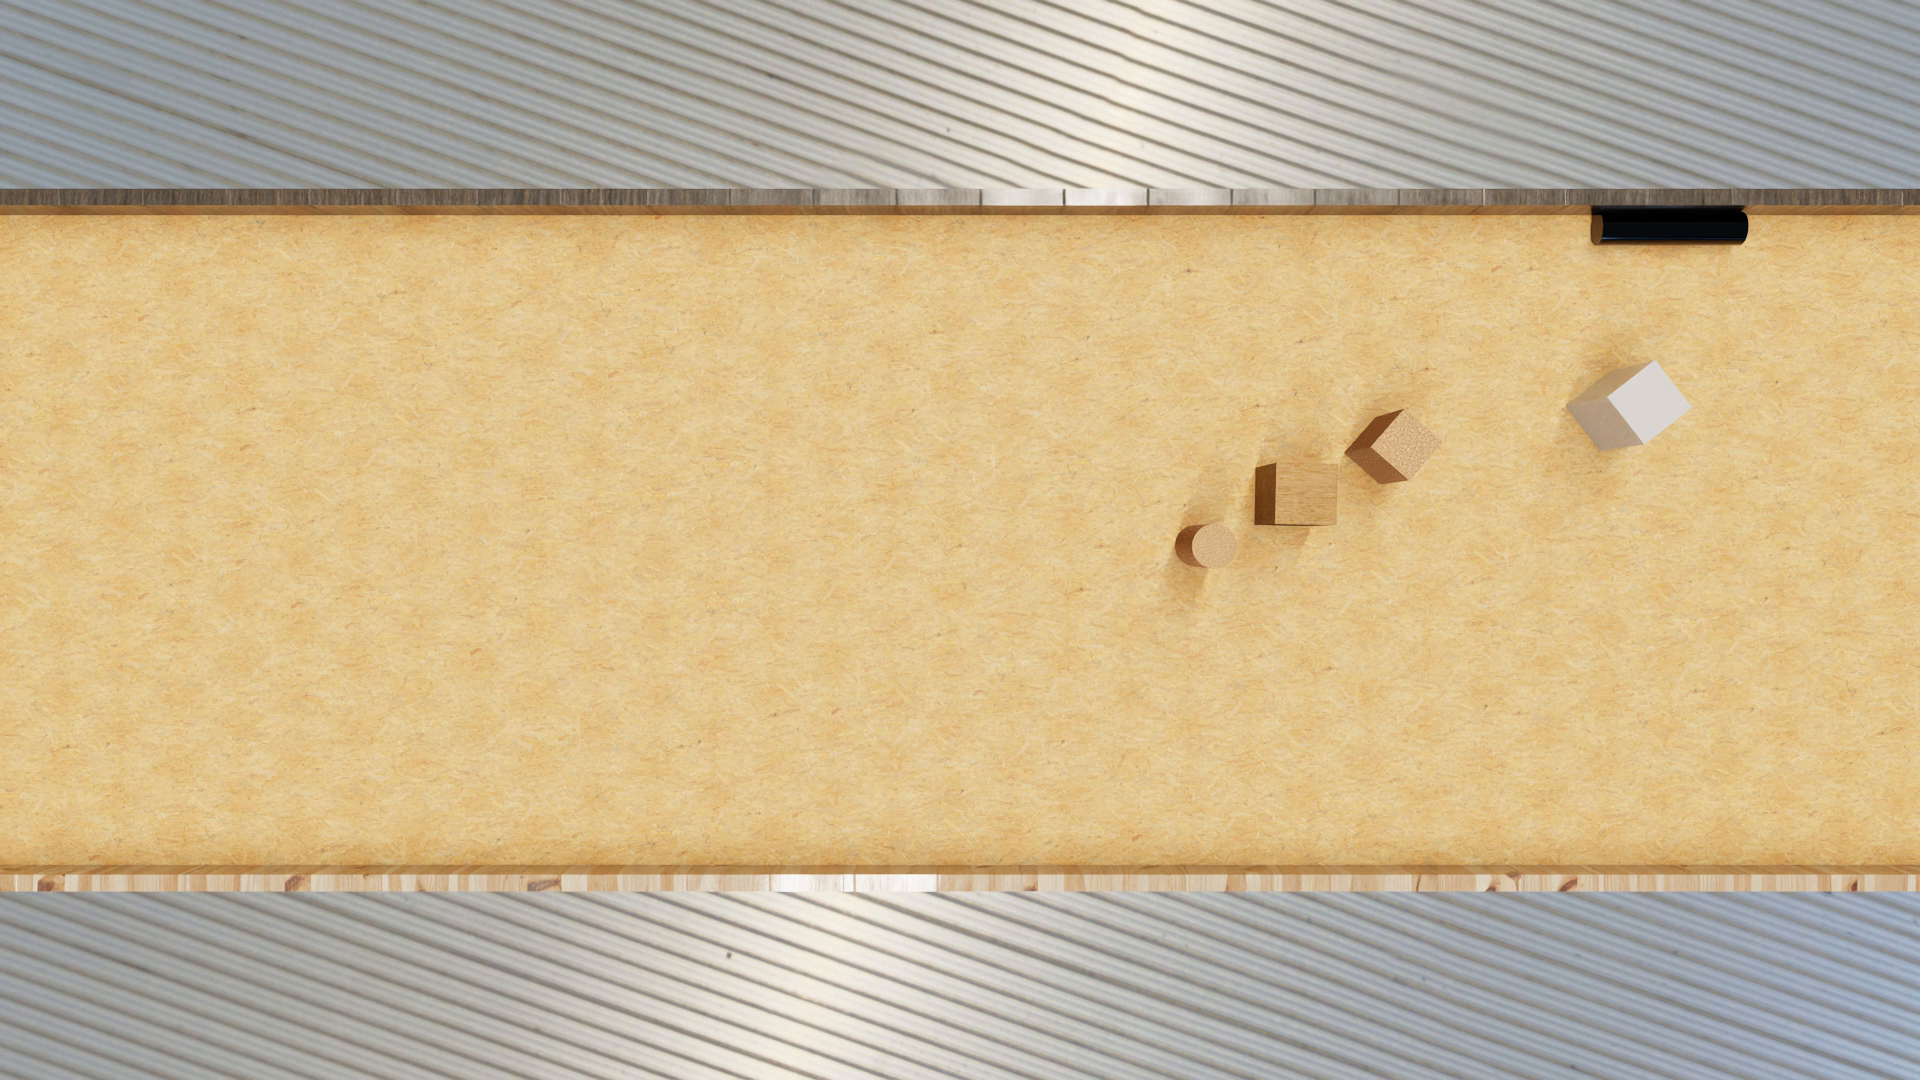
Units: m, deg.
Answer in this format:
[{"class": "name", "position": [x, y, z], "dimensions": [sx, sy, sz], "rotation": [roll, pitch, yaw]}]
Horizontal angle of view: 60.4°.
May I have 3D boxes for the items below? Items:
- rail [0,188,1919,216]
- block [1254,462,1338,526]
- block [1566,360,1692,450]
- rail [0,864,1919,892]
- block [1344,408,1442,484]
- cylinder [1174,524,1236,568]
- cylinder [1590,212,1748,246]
[{"class": "rail", "position": [-2.247, -1.025, 5.002], "dimensions": [12.000, 0.150, 0.050], "rotation": [0, 90, 0]}, {"class": "block", "position": [0.996, -0.132, 4.909], "dimensions": [0.177, 0.336, 0.177], "rotation": [1, 90, 0]}, {"class": "block", "position": [1.986, -0.397, 4.912], "dimensions": [0.174, 0.329, 0.174], "rotation": [-38, 90, 0]}, {"class": "rail", "position": [-2.247, 1.025, 5.001], "dimensions": [12.000, 0.150, 0.050], "rotation": [0, 90, 0]}, {"class": "block", "position": [1.286, -0.275, 4.910], "dimensions": [0.147, 0.332, 0.147], "rotation": [41, 90, 0]}, {"class": "cylinder", "position": [0.725, 0.018, 4.887], "dimensions": [0.128, 0.379, 0.128], "rotation": [0, 90, 0]}, {"class": "cylinder", "position": [2.160, -0.949, 5.026], "dimensions": [0.439, 0.101, 0.101], "rotation": [0, 90, 0]}]
